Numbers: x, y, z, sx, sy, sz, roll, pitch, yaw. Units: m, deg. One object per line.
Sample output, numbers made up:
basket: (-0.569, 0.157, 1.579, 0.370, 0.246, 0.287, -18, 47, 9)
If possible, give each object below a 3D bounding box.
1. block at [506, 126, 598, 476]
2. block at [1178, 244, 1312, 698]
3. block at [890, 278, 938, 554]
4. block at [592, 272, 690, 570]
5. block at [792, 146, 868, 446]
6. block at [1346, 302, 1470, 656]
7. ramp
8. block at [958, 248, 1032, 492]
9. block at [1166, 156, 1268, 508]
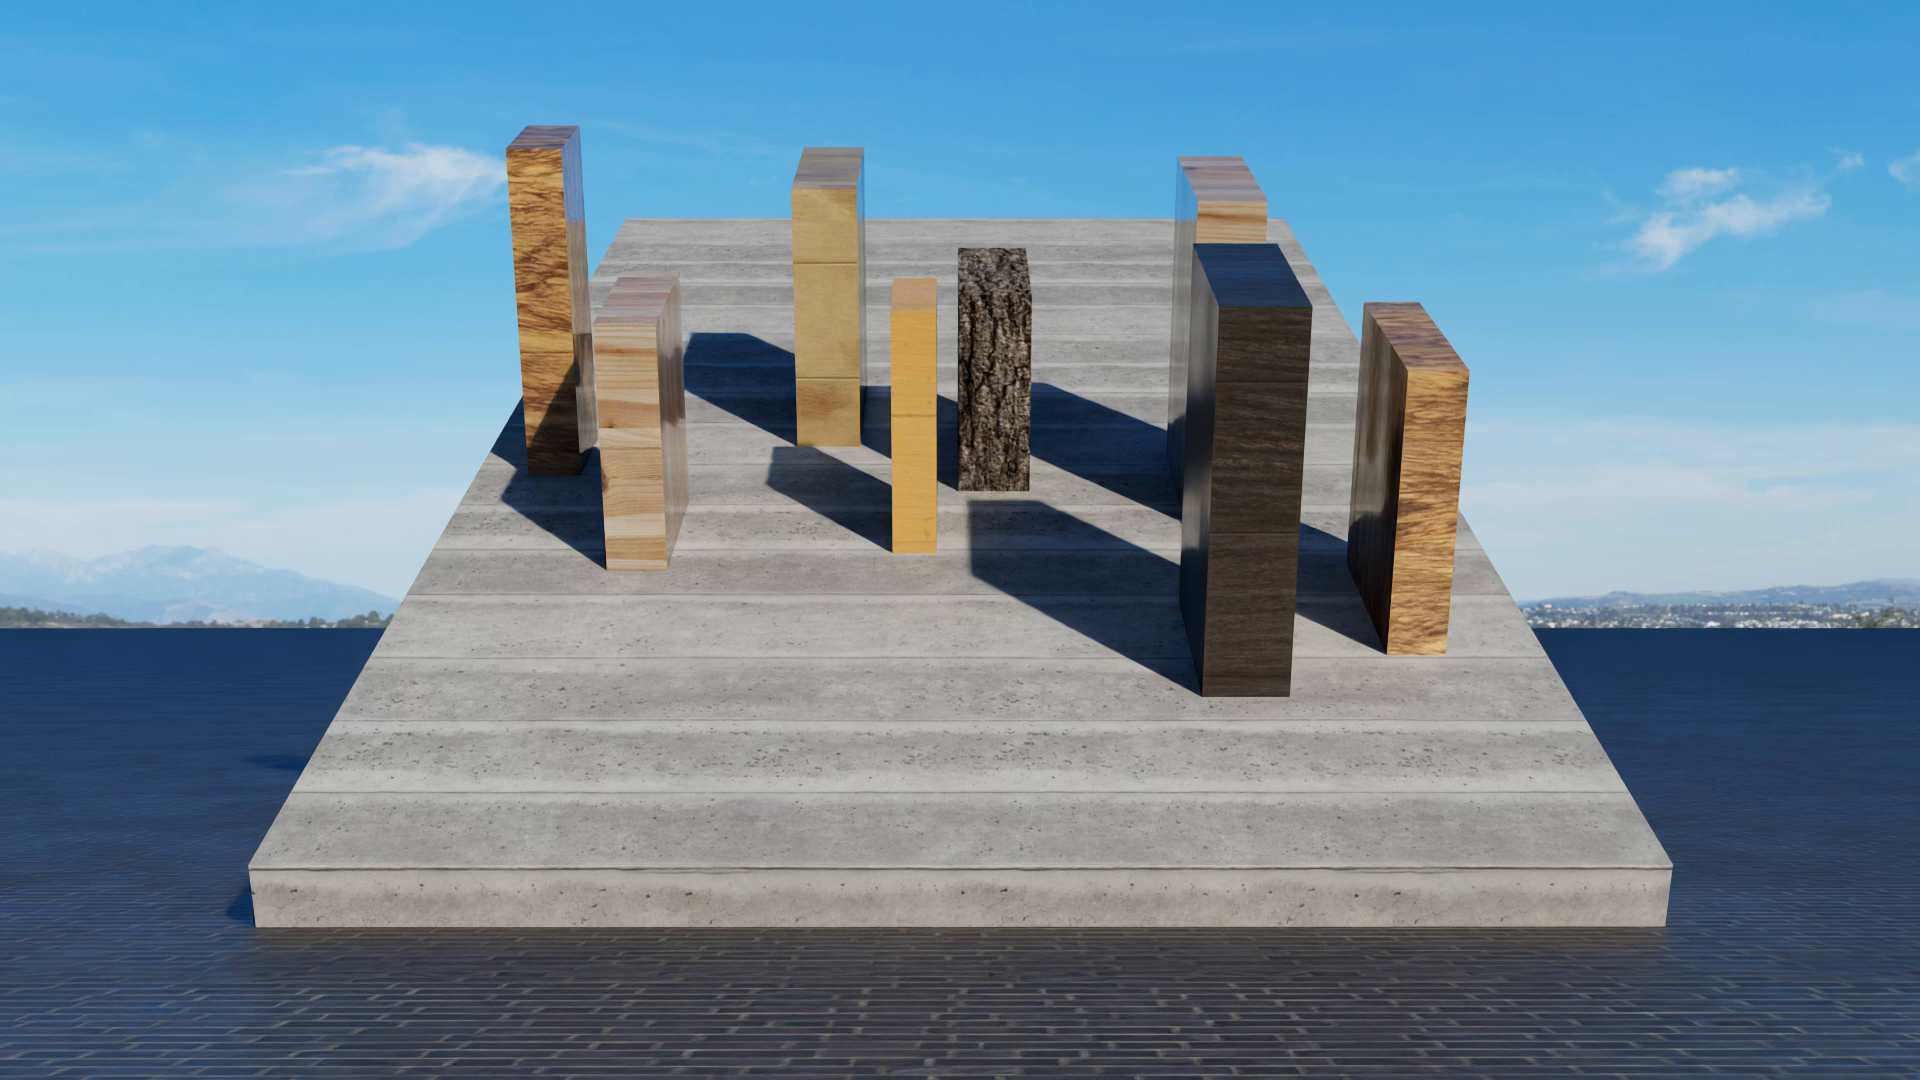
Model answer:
block: (-0.840, -0.495, 4.724, 0.109, 0.681, 0.242, 0, 21, 0)
block: (0.466, -0.123, 3.796, 0.143, 0.657, 0.406, 0, 21, 0)
block: (-0.086, -0.239, 4.355, 0.084, 0.471, 0.248, 0, 21, 0)
block: (-0.600, -0.232, 4.330, 0.112, 0.473, 0.380, 0, 21, 0)
block: (-0.282, -0.541, 5.016, 0.135, 0.560, 0.441, 0, 21, 0)
block: (0.776, -0.116, 3.991, 0.100, 0.504, 0.427, 0, 21, 0)
ramp: (-0.006, -0.215, 5.088, 2.000, 0.100, 4.000, 0, 21, 0)
block: (0.068, -0.361, 4.758, 0.145, 0.411, 0.393, 0, 21, 0)
block: (0.507, -0.406, 4.556, 0.131, 0.641, 0.418, 0, 21, 0)
